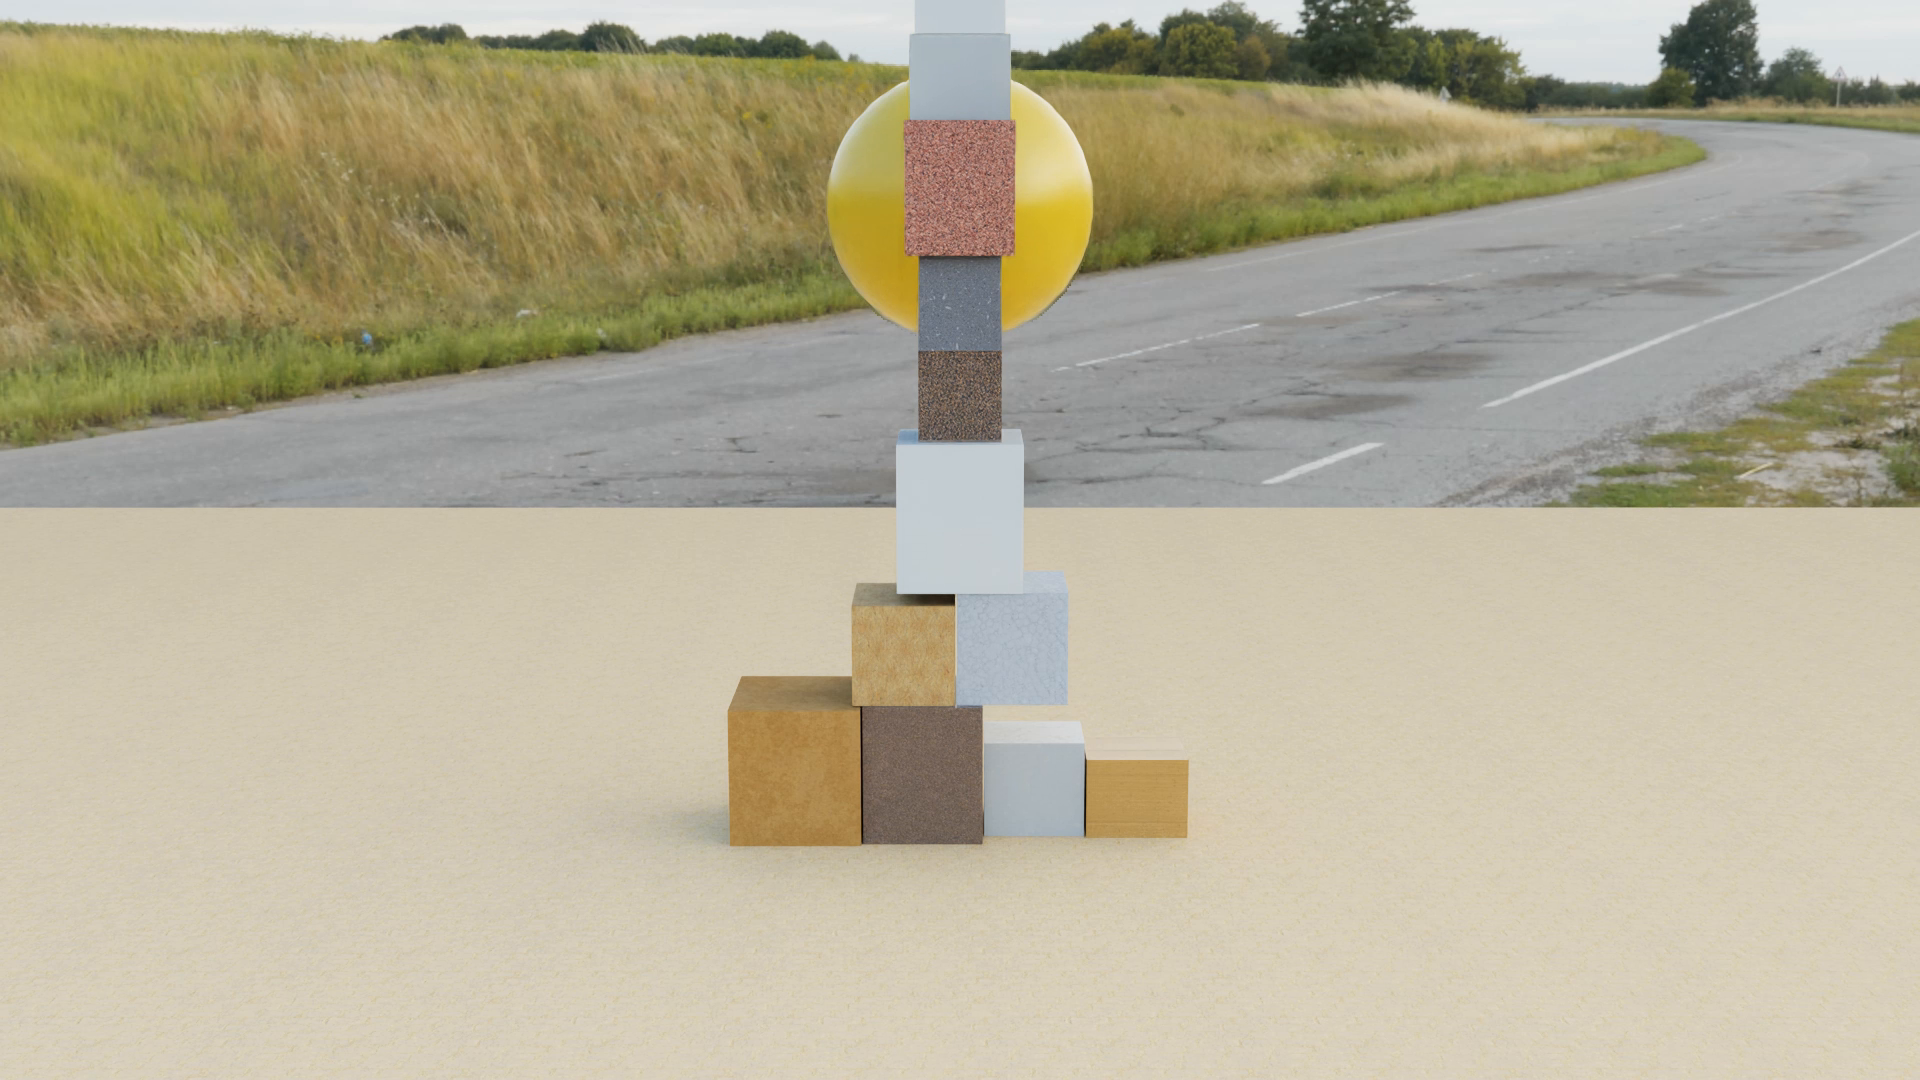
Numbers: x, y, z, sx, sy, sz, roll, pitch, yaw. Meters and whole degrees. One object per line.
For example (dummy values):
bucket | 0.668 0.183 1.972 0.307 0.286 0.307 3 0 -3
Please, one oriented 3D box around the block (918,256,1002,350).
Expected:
block | 0.000 -1.199 10.969 0.408 0.468 0.453 0 10 0

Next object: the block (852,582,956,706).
block | -0.283 0.528 11.267 0.516 0.510 0.593 0 10 0

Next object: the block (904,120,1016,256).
block | 0.000 -1.742 10.853 0.536 0.644 0.547 0 10 0

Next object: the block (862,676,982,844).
block | -0.187 1.128 11.377 0.602 0.710 0.677 0 10 0

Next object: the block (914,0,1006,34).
block | 0.000 -2.669 10.683 0.435 0.423 0.378 0 10 0

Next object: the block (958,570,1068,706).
block | 0.263 0.495 11.266 0.555 0.575 0.566 0 10 0

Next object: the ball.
ball | 0.000 -1.996 13.150 1.600 1.600 1.600 0 10 0

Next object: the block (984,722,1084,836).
block | 0.378 1.234 11.404 0.508 0.491 0.430 0 10 0

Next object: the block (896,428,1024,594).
block | 0.000 -0.154 11.145 0.626 0.745 0.607 0 10 0

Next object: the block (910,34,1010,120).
block | 0.000 -2.265 10.787 0.486 0.409 0.427 0 10 0

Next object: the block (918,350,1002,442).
block | 0.000 -0.747 11.061 0.411 0.453 0.469 0 10 0

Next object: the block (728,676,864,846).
block | -0.828 1.132 11.375 0.661 0.702 0.730 0 10 0

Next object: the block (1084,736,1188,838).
block | 0.901 1.276 11.397 0.516 0.411 0.451 0 10 0
